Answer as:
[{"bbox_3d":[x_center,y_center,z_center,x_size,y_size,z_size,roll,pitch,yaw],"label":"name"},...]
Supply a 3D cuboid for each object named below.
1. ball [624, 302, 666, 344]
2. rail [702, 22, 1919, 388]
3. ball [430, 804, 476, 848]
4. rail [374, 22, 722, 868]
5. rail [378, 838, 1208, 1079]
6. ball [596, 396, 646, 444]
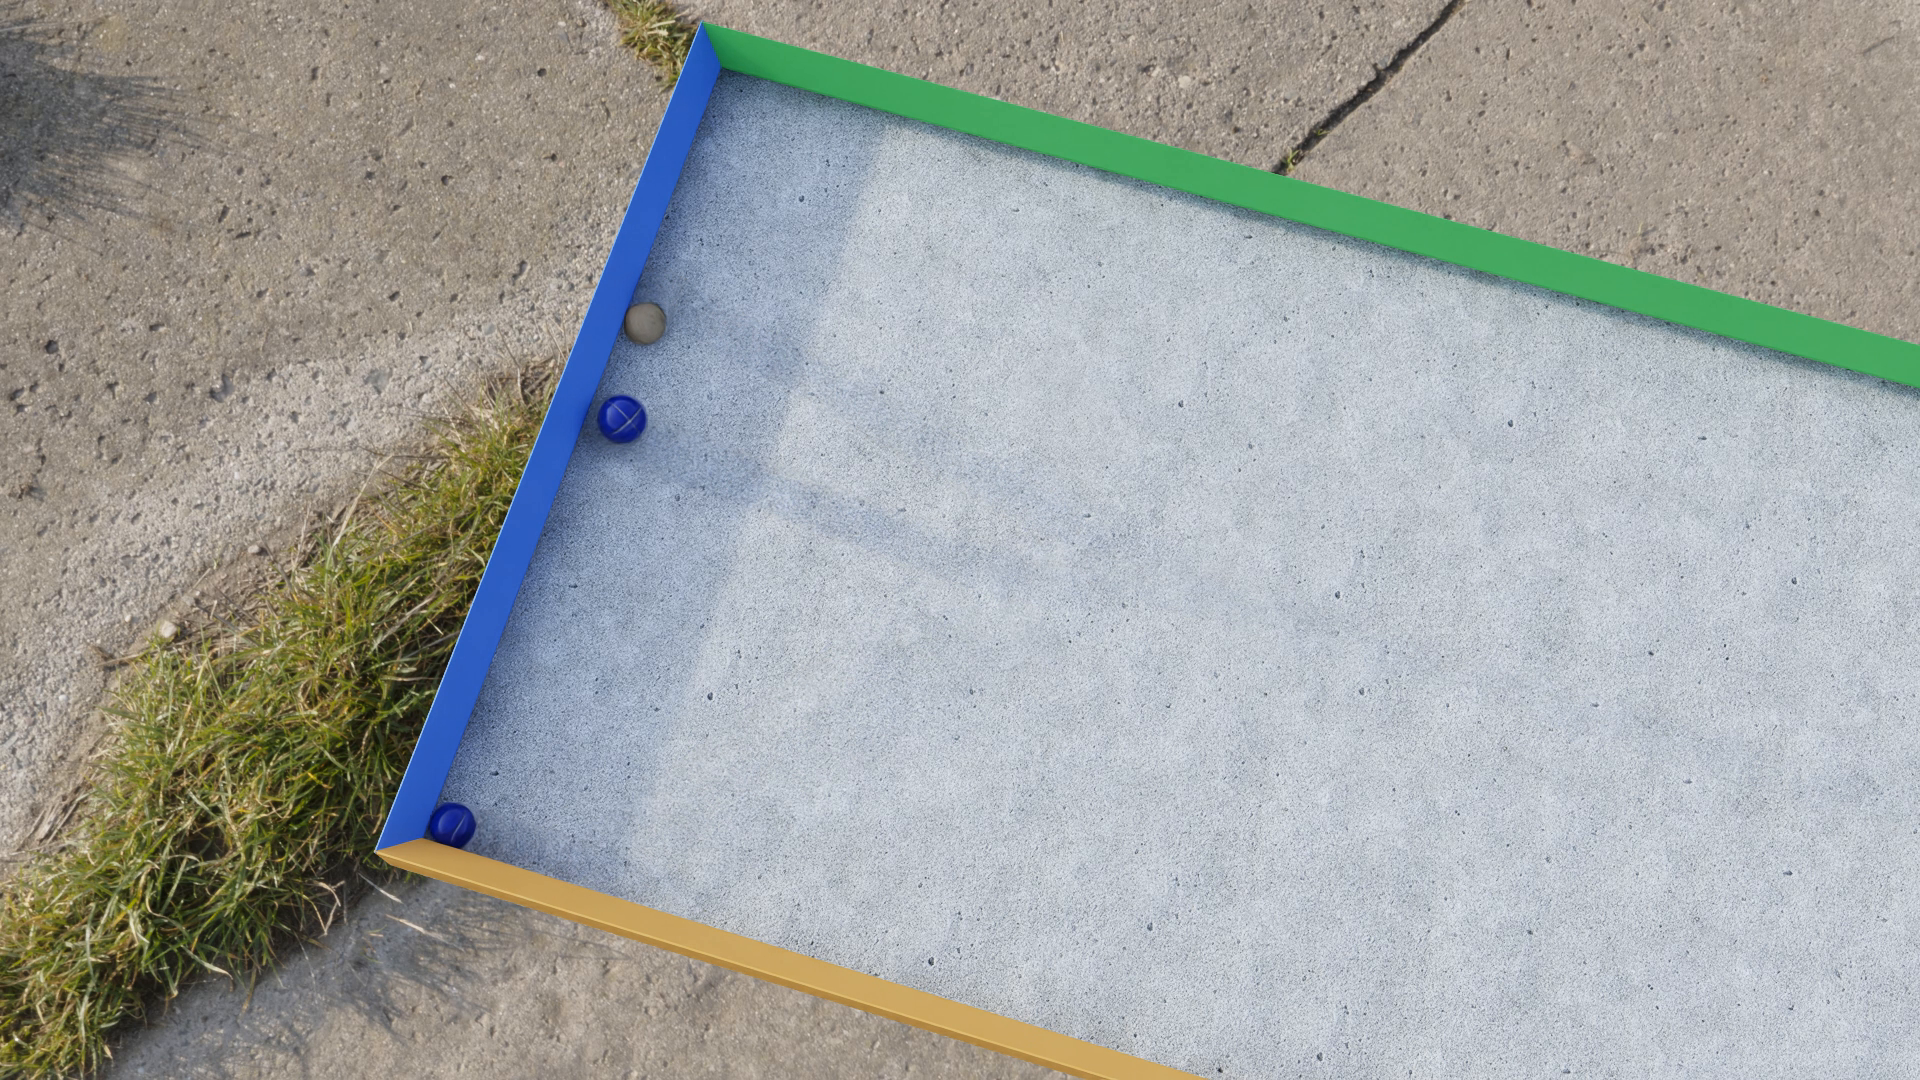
[{"bbox_3d":[-0.507,-0.350,3.545,0.068,0.068,0.068,0,71,0],"label":"ball"},{"bbox_3d":[0.845,-0.458,3.564,2.680,0.100,0.045,16,72,5],"label":"rail"},{"bbox_3d":[-0.756,0.426,3.276,0.068,0.068,0.068,0,71,0],"label":"ball"},{"bbox_3d":[-0.619,-0.182,3.469,0.045,0.100,1.456,16,72,5],"label":"rail"},{"bbox_3d":[0.437,0.816,3.123,2.680,0.100,0.045,16,72,5],"label":"rail"},{"bbox_3d":[-0.537,-0.191,3.485,0.077,0.077,0.077,0,71,0],"label":"ball"}]
